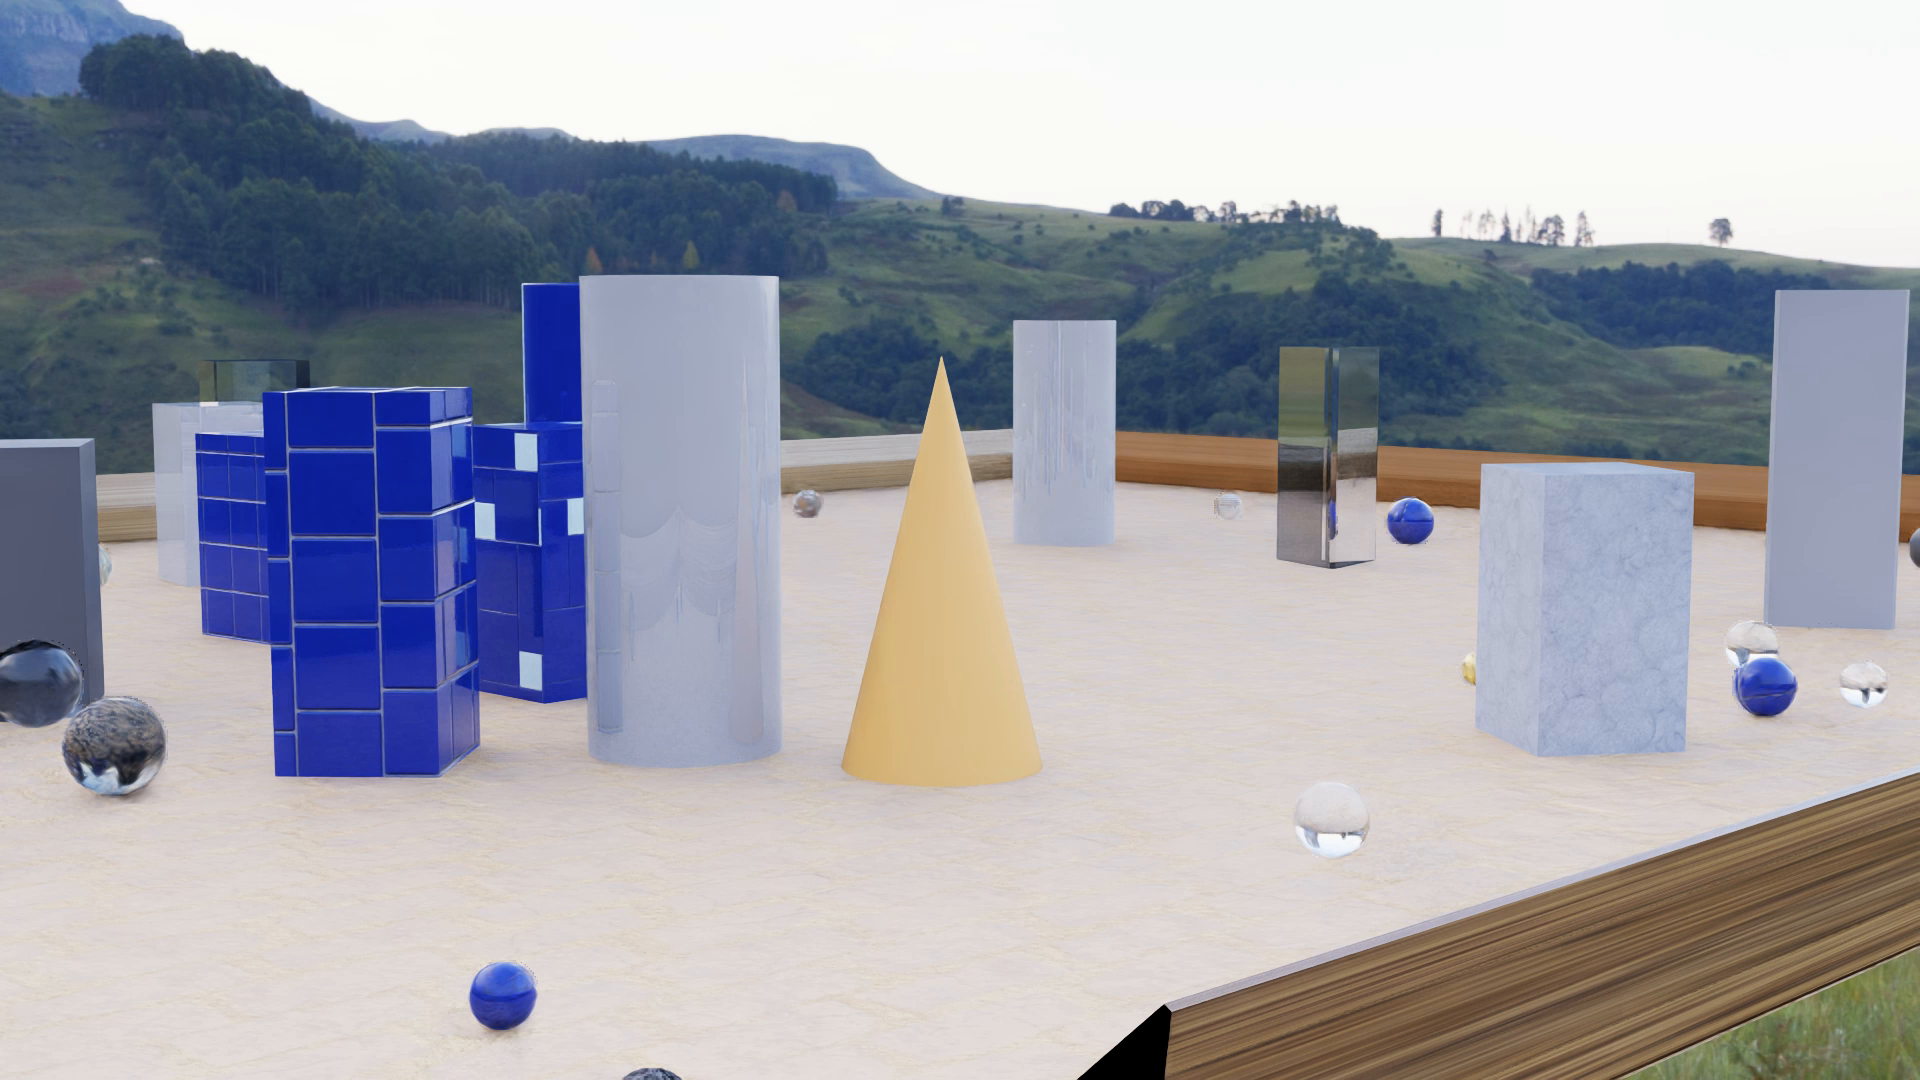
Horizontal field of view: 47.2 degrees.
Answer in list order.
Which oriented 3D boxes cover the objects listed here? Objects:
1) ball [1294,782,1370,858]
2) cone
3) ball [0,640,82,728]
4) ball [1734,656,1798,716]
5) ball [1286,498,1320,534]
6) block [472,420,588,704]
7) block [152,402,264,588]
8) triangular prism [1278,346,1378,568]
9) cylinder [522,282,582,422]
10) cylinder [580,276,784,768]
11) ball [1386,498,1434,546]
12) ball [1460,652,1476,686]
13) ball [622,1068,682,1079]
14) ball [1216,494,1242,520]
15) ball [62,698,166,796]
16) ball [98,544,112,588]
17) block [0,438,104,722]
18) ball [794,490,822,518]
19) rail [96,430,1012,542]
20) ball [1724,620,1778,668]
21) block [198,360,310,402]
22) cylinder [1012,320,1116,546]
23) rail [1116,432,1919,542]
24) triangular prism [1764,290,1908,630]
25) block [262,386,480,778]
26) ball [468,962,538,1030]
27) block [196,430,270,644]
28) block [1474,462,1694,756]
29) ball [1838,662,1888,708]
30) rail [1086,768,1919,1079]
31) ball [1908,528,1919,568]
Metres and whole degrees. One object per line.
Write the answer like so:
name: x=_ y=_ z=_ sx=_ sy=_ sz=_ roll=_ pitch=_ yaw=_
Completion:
ball: x=0.304 y=0.228 z=1.796 sx=0.062 sy=0.062 sz=0.062 roll=0 pitch=6 yaw=0
cone: x=-0.018 y=0.021 z=2.142 sx=0.198 sy=0.402 sz=0.198 roll=0 pitch=6 yaw=0
ball: x=-0.990 y=0.154 z=2.354 sx=0.094 sy=0.094 sz=0.094 roll=0 pitch=6 yaw=0
ball: x=0.886 y=0.161 z=2.418 sx=0.066 sy=0.066 sz=0.066 roll=0 pitch=6 yaw=0
ball: x=0.688 y=-0.049 z=4.418 sx=0.070 sy=0.070 sz=0.070 roll=0 pitch=6 yaw=0
block: x=-0.477 y=0.020 z=2.594 sx=0.159 sy=0.311 sz=0.159 roll=5 pitch=8 yaw=42
block: x=-1.231 y=-0.080 z=3.650 sx=0.159 sy=0.291 sz=0.159 roll=-4 pitch=7 yaw=-35
triangular prism: x=0.632 y=-0.151 z=3.896 sx=0.149 sy=0.381 sz=0.172 roll=4 pitch=7 yaw=35
cylinder: x=-0.515 y=-0.120 z=3.116 sx=0.198 sy=0.482 sz=0.198 roll=0 pitch=6 yaw=0
cylinder: x=-0.280 y=-0.025 z=2.223 sx=0.198 sy=0.478 sz=0.198 roll=0 pitch=6 yaw=0
ball: x=0.859 y=-0.035 z=4.192 sx=0.090 sy=0.090 sz=0.090 roll=0 pitch=6 yaw=0
ball: x=0.617 y=0.153 z=2.617 sx=0.041 sy=0.041 sz=0.041 roll=0 pitch=6 yaw=0
ball: x=-0.163 y=0.302 z=1.161 sx=0.047 sy=0.047 sz=0.047 roll=0 pitch=6 yaw=0
ball: x=0.573 y=-0.070 z=4.681 sx=0.057 sy=0.057 sz=0.057 roll=0 pitch=6 yaw=0
ball: x=-0.779 y=0.190 z=2.026 sx=0.090 sy=0.090 sz=0.090 roll=0 pitch=6 yaw=0
ball: x=-1.381 y=0.043 z=3.459 sx=0.087 sy=0.087 sz=0.087 roll=0 pitch=6 yaw=0
block: x=-1.054 y=0.041 z=2.456 sx=0.159 sy=0.298 sz=0.159 roll=-2 pitch=6 yaw=-16
ball: x=-0.327 y=-0.077 z=4.722 sx=0.062 sy=0.062 sz=0.062 roll=0 pitch=6 yaw=0
rail: x=-1.193 y=-0.101 z=4.618 sx=3.926 sy=0.129 sz=0.045 roll=-5 pitch=8 yaw=-42
ball: x=0.981 y=0.131 z=2.723 sx=0.063 sy=0.063 sz=0.063 roll=0 pitch=6 yaw=0
block: x=-1.258 y=-0.143 z=3.933 sx=0.159 sy=0.357 sz=0.159 roll=-3 pitch=7 yaw=-29
cylinder: x=0.201 y=-0.210 z=4.244 sx=0.198 sy=0.426 sz=0.198 roll=0 pitch=6 yaw=0
rail: x=1.425 y=-0.103 z=4.640 sx=0.045 sy=0.129 sz=3.567 roll=-5 pitch=8 yaw=-42
triangular prism: x=1.242 y=-0.119 z=3.149 sx=0.172 sy=0.473 sz=0.149 roll=1 pitch=6 yaw=13
block: x=-0.575 y=0.036 z=2.166 sx=0.159 sy=0.368 sz=0.159 roll=0 pitch=6 yaw=2
ball: x=-0.284 y=0.283 z=1.366 sx=0.042 sy=0.042 sz=0.042 roll=0 pitch=6 yaw=0
block: x=-0.934 y=-0.009 z=3.034 sx=0.159 sy=0.278 sz=0.159 roll=5 pitch=8 yaw=38
block: x=0.643 y=0.067 z=2.278 sx=0.159 sy=0.283 sz=0.159 roll=-1 pitch=6 yaw=-9
ball: x=1.017 y=0.163 z=2.474 sx=0.052 sy=0.052 sz=0.052 roll=0 pitch=6 yaw=0
rail: x=1.193 y=0.168 z=2.045 sx=3.926 sy=0.129 sz=0.045 roll=-5 pitch=8 yaw=-42
ball: x=1.649 y=0.014 z=3.705 sx=0.093 sy=0.093 sz=0.093 roll=0 pitch=6 yaw=0
